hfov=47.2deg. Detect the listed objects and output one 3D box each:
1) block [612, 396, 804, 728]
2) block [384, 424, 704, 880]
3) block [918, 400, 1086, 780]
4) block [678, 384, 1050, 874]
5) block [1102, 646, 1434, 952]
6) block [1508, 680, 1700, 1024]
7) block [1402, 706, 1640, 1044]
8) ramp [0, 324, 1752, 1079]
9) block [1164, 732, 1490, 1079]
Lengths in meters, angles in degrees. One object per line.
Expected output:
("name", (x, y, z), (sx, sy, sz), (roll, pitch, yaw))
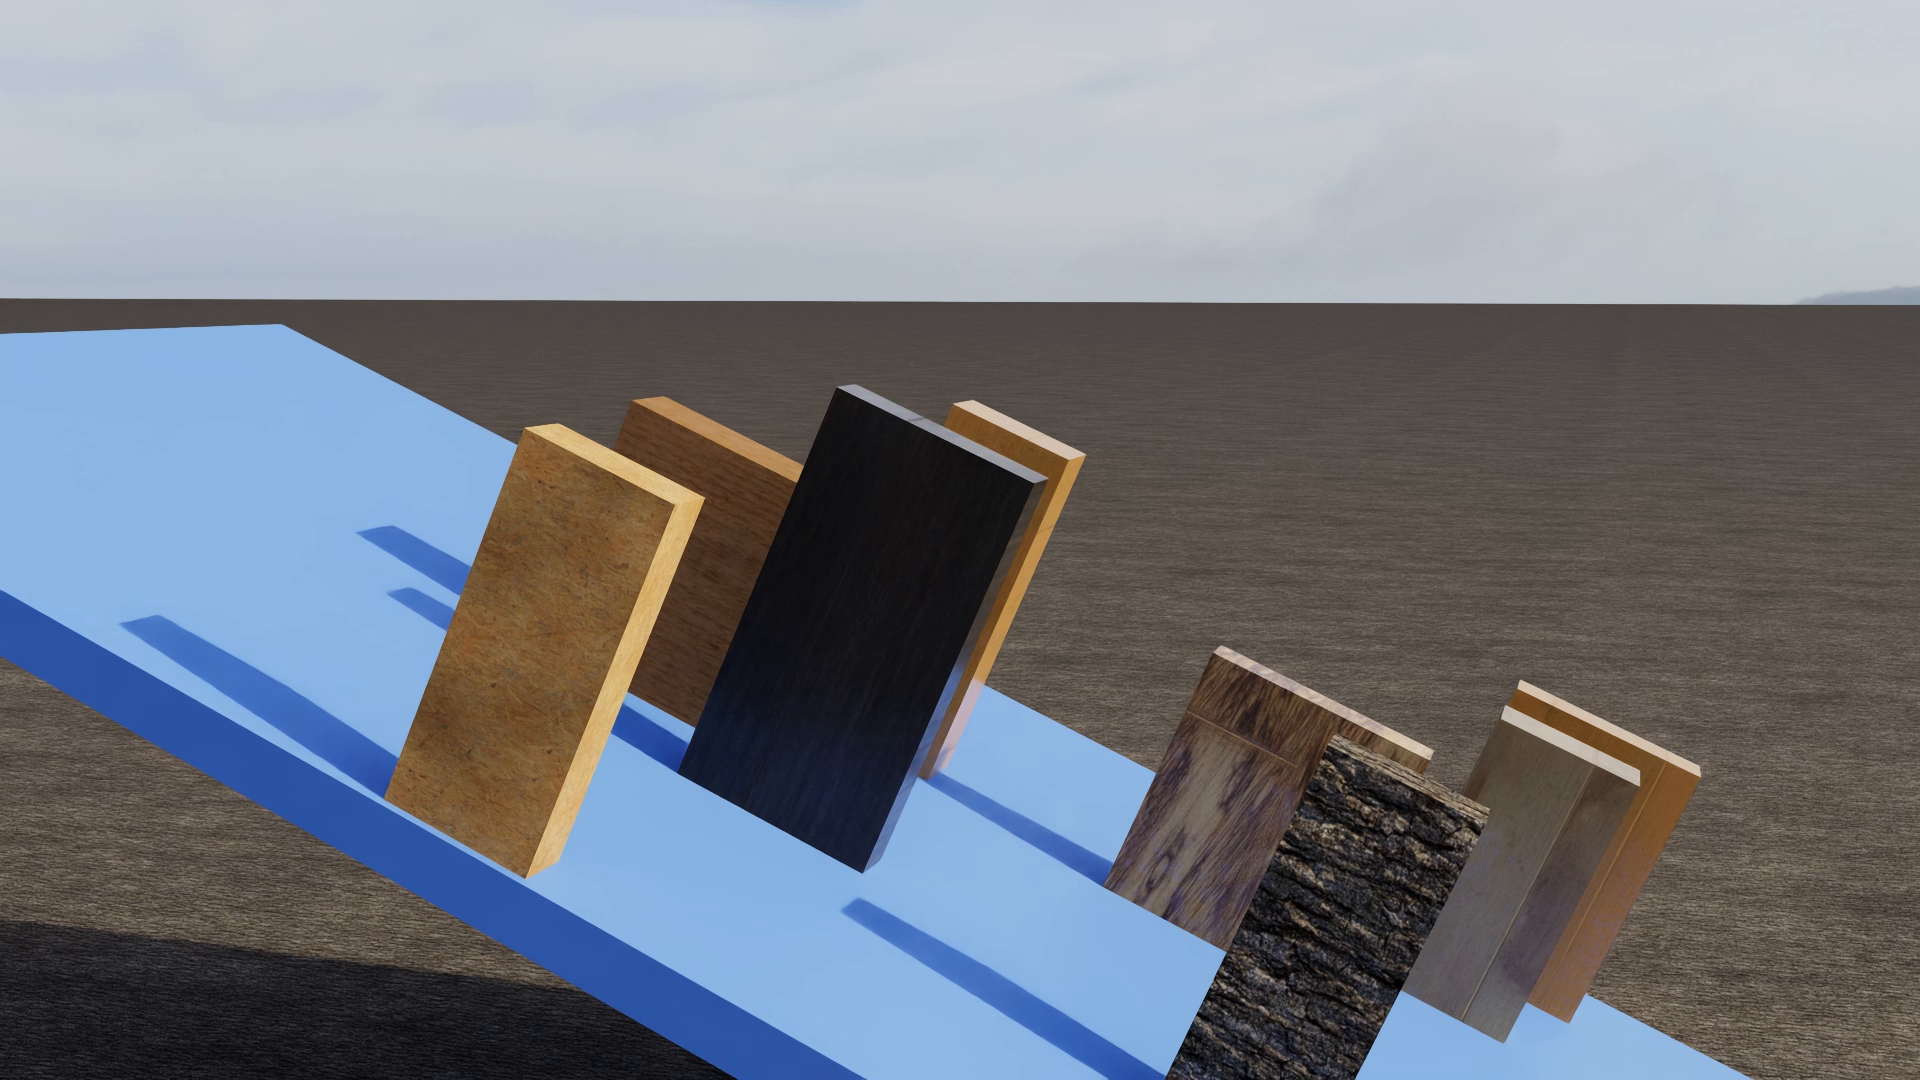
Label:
("block", (-0.524, 0.042, 4.157), (0.372, 0.510, 0.142), (26, 13, 13))
("block", (-0.621, 0.165, 3.268), (0.258, 0.619, 0.105), (26, 13, 13))
("block", (-0.020, 0.099, 4.366), (0.254, 0.705, 0.136), (26, 13, 13))
("block", (-0.174, 0.153, 3.791), (0.378, 0.749, 0.095), (26, 13, 13))
("block", (0.576, 0.526, 4.137), (0.438, 0.508, 0.088), (26, 13, 13))
("block", (1.217, 0.647, 4.581), (0.397, 0.588, 0.107), (26, 13, 13))
("block", (1.070, 0.655, 4.320), (0.283, 0.579, 0.142), (26, 13, 13))
("ramp", (-0.280, 0.484, 4.179), (4.000, 0.100, 2.000), (26, 13, 13))
("block", (0.545, 0.639, 3.347), (0.253, 0.641, 0.094), (26, 13, 13))
